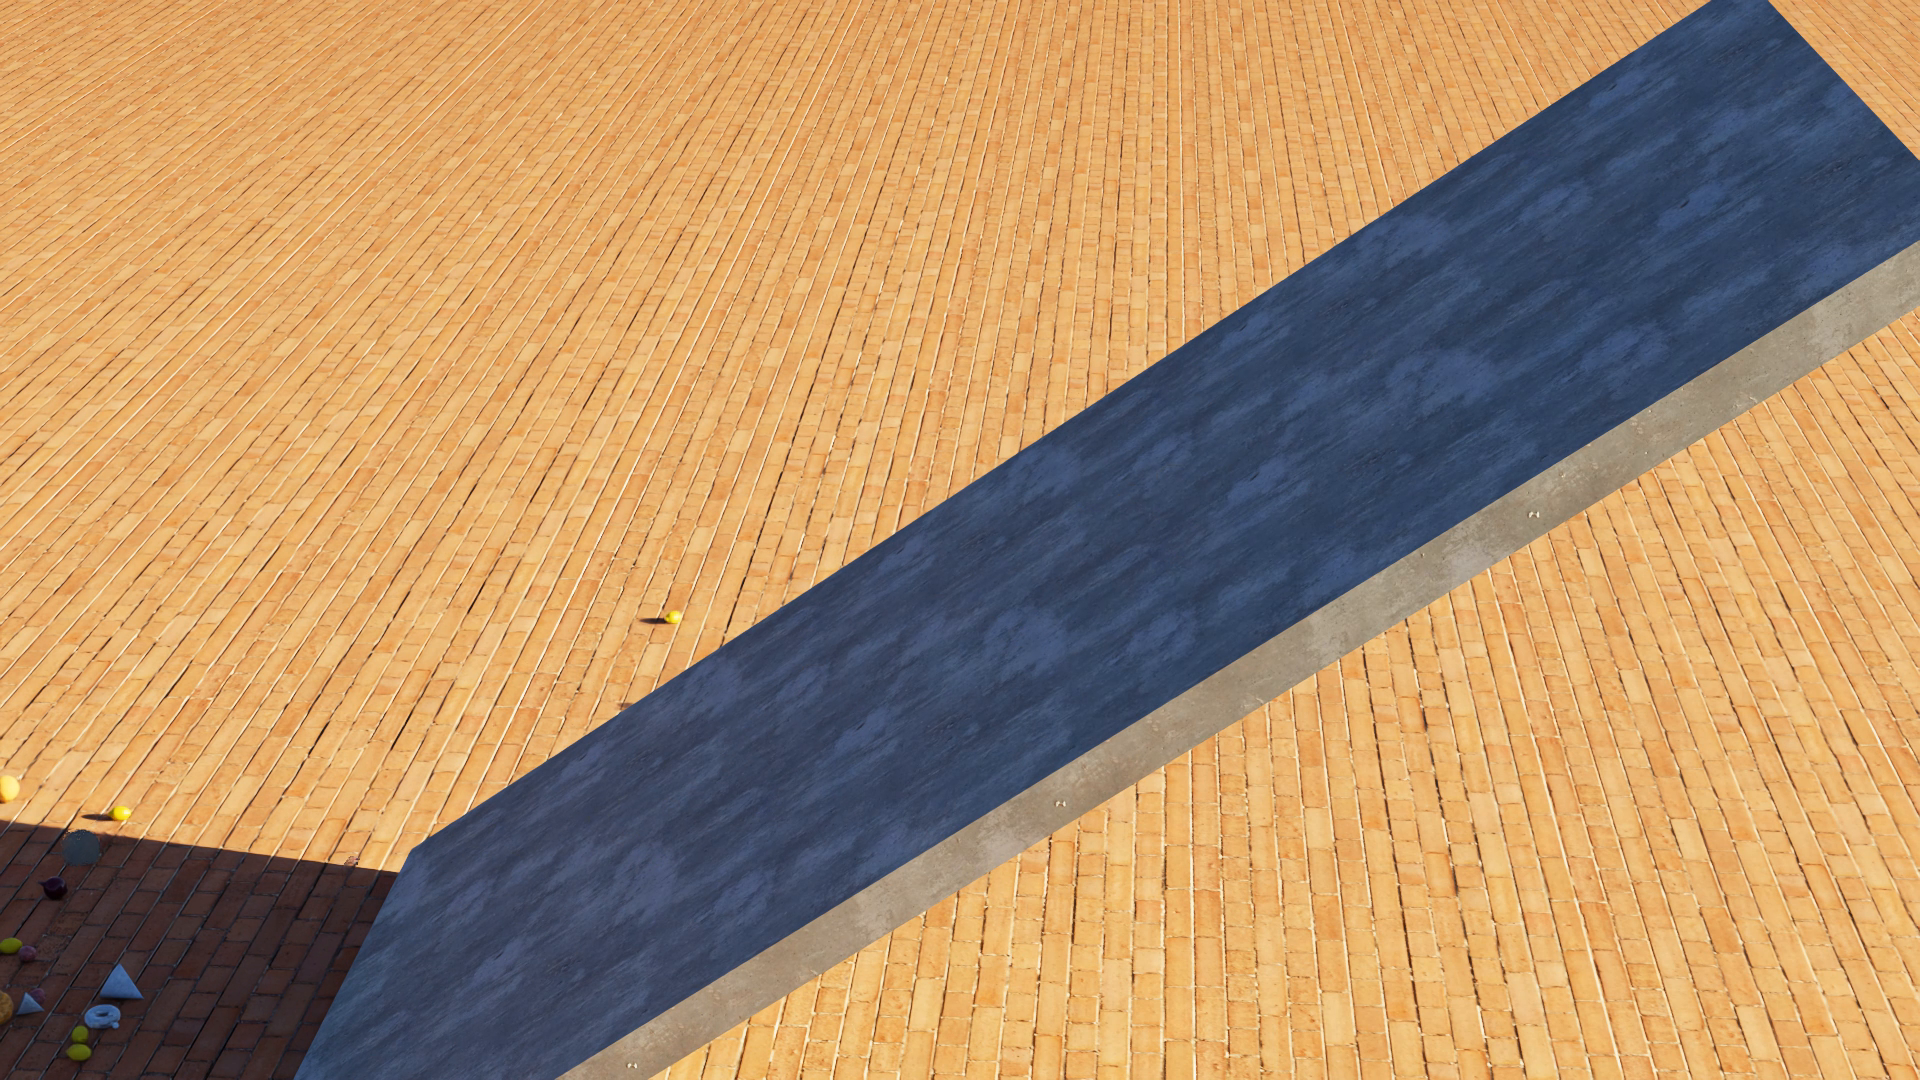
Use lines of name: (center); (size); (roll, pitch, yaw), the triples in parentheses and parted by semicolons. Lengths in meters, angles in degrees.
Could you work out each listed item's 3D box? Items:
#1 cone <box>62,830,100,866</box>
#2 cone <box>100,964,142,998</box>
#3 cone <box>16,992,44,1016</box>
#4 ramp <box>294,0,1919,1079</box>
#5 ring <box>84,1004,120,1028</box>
cone: (-2.357, 0.826, 7.889); (0.098, 0.098, 0.098); (-6, -4, -15)
cone: (-2.039, 1.101, 7.202); (0.094, 0.094, 0.094); (28, 24, -1)
cone: (-2.250, 1.134, 7.140); (0.060, 0.060, 0.060); (22, 16, -17)
ramp: (0.134, 0.175, 6.310); (4.000, 0.100, 2.000); (-33, 16, 15)
ring: (-2.069, 1.150, 7.098); (0.085, 0.028, 0.085); (0, 23, 0)
